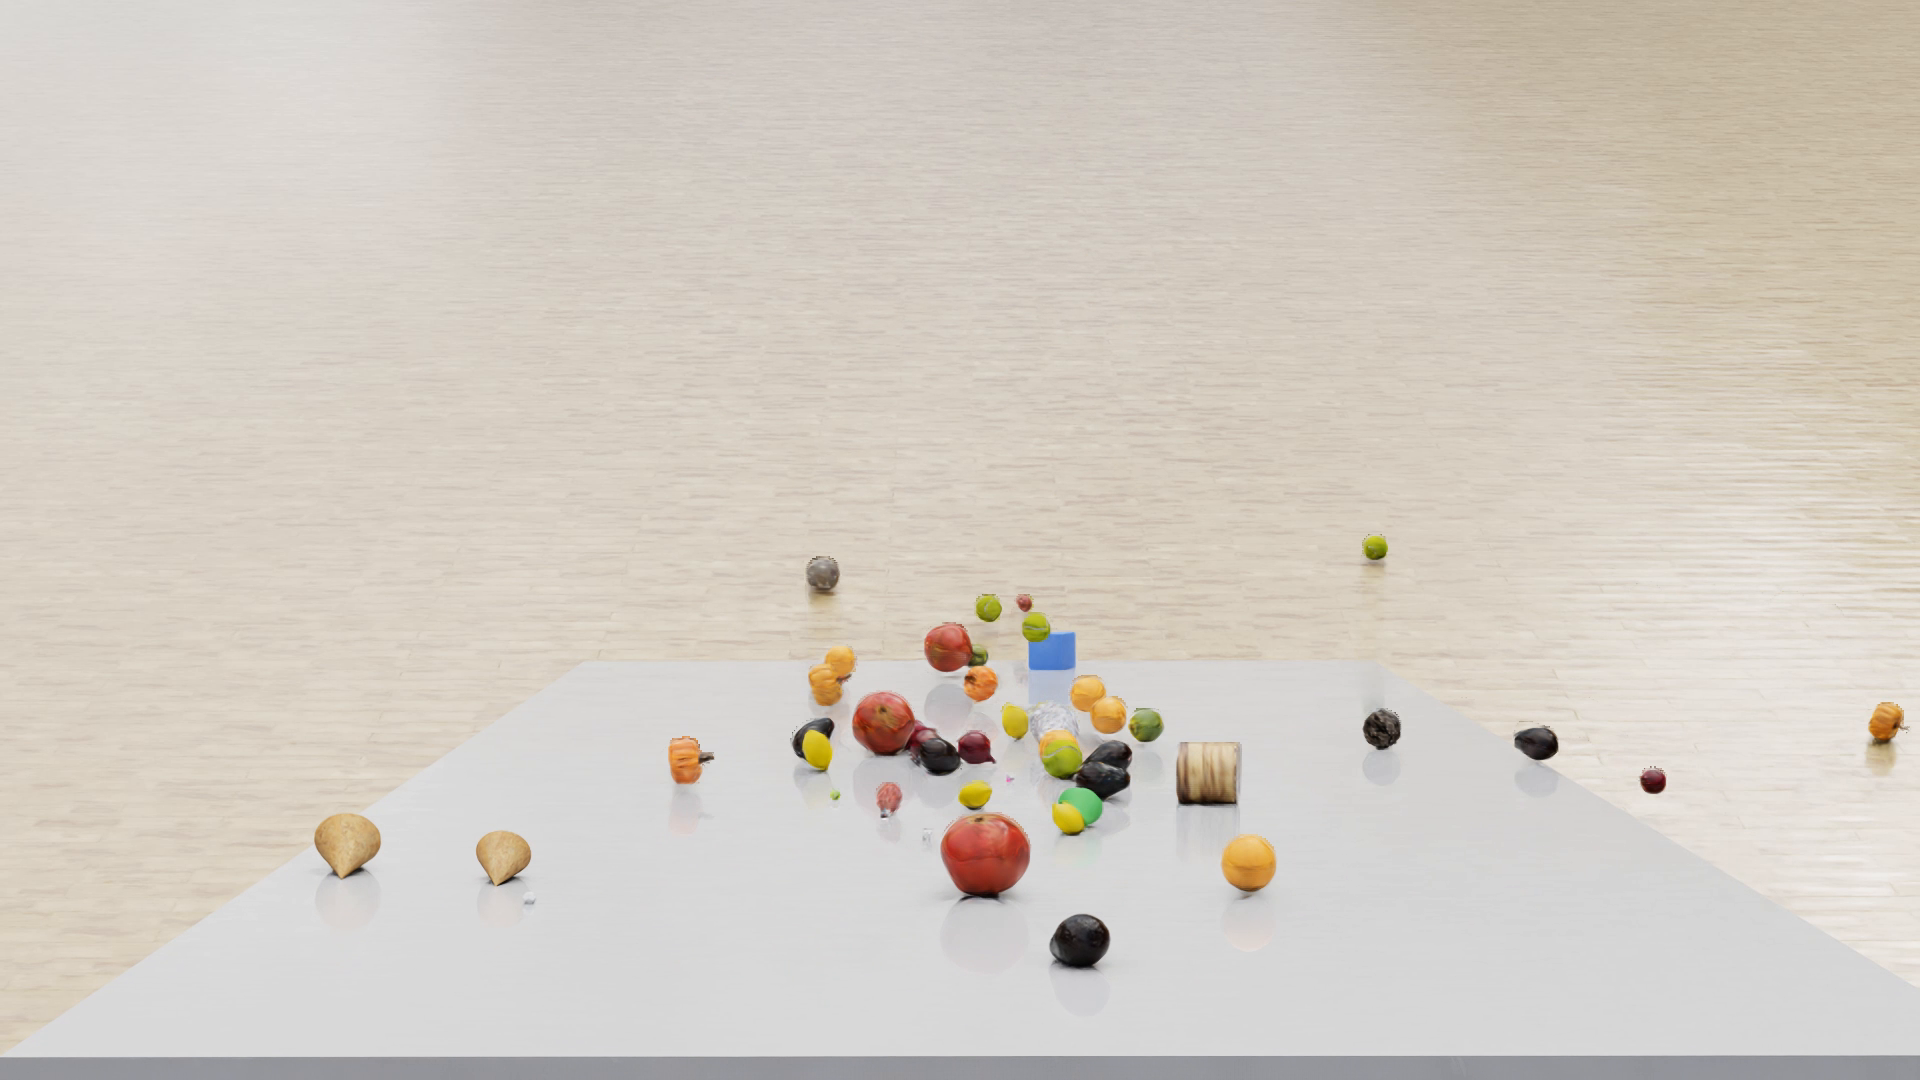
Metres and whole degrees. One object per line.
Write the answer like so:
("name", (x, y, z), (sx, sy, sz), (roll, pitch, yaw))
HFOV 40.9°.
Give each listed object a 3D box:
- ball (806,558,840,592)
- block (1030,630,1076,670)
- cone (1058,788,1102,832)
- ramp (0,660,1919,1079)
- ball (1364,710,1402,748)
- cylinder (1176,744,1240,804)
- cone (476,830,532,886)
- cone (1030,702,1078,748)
("ball", (-0.382, 0.097, 7.184), (0.092, 0.092, 0.092), (0, 22, 0))
("block", (0.228, 0.272, 6.341), (0.088, 0.088, 0.088), (1, 3, 25))
("cone", (0.178, 0.424, 3.900), (0.070, 0.070, 0.070), (4, 30, 9))
("ramp", (0.051, 0.457, 4.533), (2.000, 0.100, 4.000), (0, 3, 0))
("ball", (0.794, 0.356, 4.836), (0.071, 0.071, 0.071), (0, 22, 0))
("cylinder", (0.403, 0.378, 4.164), (0.095, 0.095, 0.095), (1, 22, 10))
("cone", (-0.621, 0.445, 3.469), (0.075, 0.075, 0.075), (0, 29, -1))
("cone", (0.162, 0.365, 4.764), (0.096, 0.096, 0.096), (7, 24, 16))
